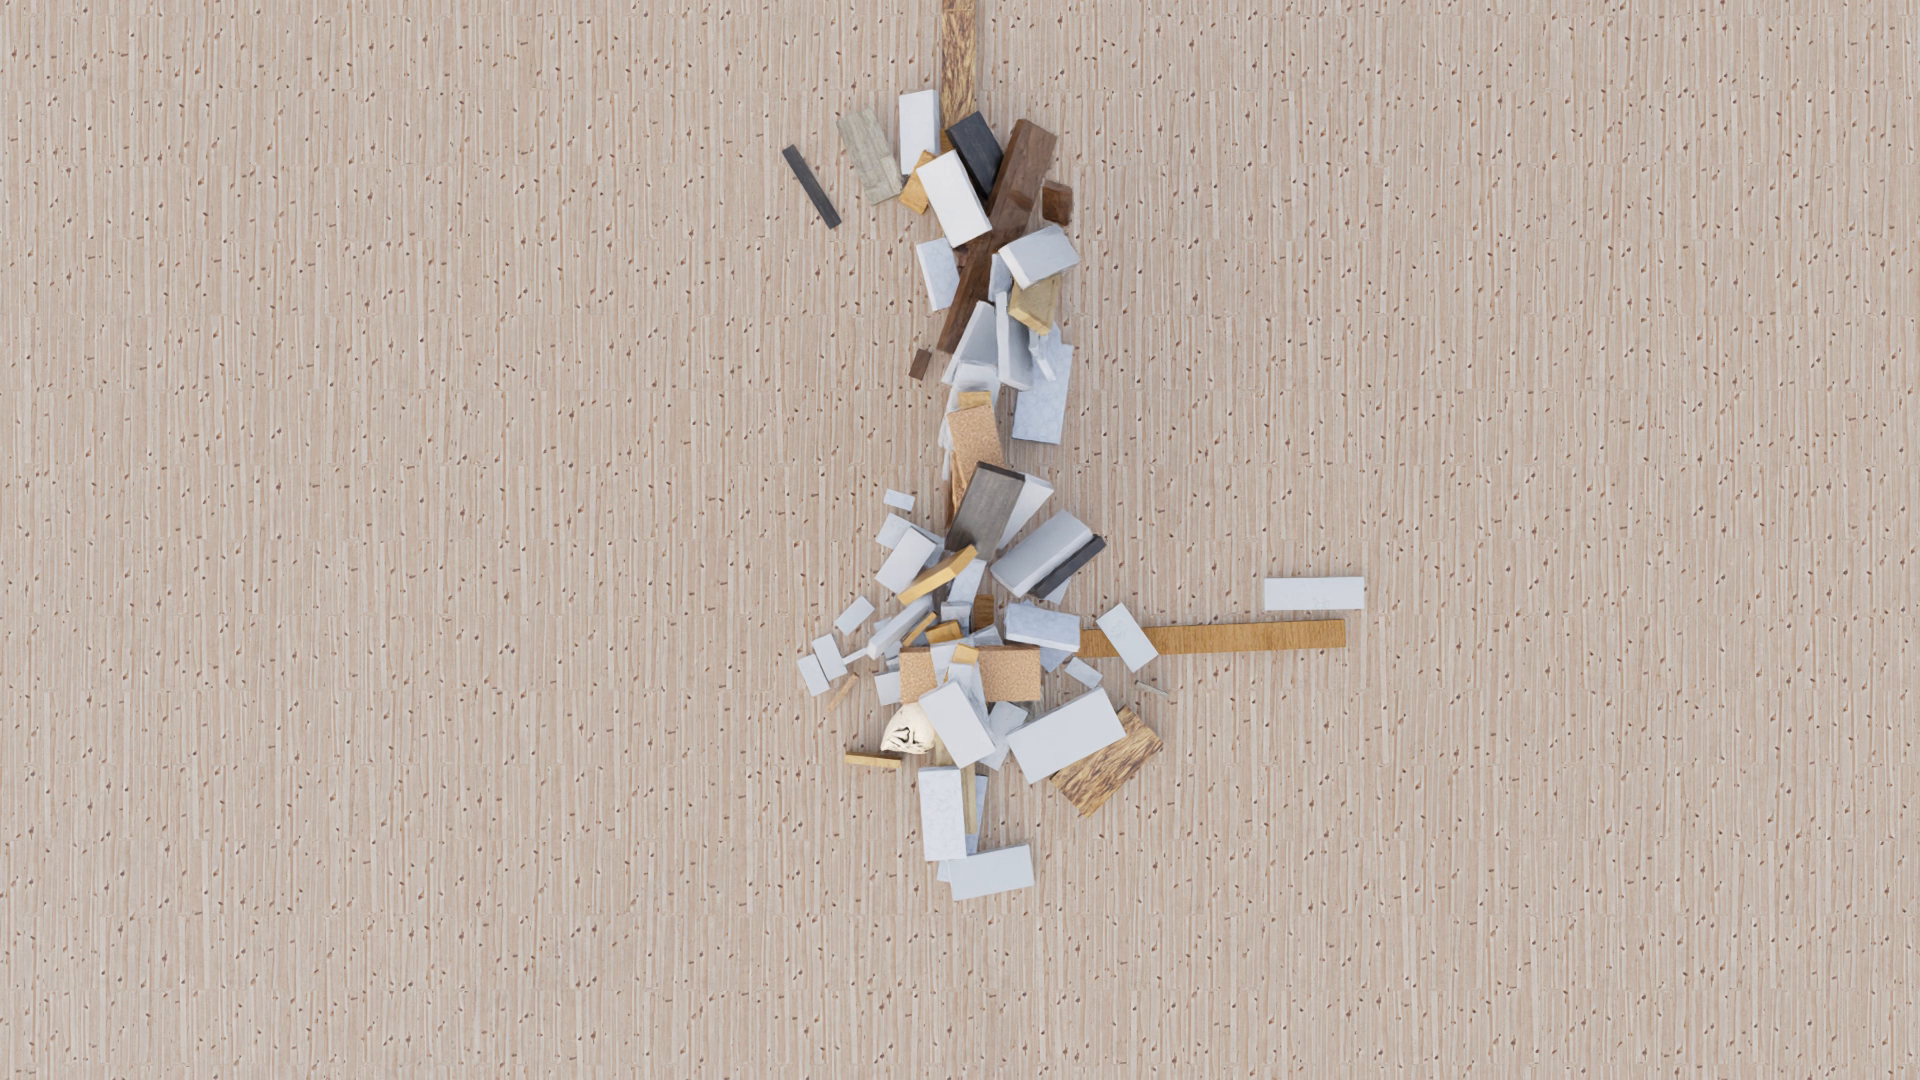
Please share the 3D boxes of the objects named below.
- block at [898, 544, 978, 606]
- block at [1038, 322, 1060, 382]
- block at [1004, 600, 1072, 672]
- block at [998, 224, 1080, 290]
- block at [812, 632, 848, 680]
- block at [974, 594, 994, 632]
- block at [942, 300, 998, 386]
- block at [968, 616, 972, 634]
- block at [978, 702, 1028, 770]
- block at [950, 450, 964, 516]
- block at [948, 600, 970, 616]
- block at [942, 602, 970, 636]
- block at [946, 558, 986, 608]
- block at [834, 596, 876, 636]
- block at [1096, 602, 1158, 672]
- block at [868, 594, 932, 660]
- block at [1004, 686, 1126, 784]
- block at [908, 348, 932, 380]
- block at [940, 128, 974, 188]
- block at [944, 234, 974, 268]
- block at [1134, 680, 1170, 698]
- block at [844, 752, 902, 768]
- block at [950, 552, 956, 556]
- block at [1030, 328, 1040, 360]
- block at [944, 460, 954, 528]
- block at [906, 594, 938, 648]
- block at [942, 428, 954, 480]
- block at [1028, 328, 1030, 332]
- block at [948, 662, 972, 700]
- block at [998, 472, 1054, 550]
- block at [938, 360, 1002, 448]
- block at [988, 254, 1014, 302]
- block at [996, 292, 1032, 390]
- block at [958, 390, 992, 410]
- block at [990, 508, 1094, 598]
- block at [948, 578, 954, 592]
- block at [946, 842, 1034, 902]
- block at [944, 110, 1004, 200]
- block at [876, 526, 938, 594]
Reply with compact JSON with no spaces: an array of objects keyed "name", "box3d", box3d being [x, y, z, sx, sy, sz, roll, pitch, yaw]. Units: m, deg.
[{"name":"block","box3d":[-0.073,0.114,5.350,0.040,0.280,0.140,52,45,-7]},{"name":"block","box3d":[0.291,-0.629,5.373,0.029,0.103,0.206,-9,52,22]},{"name":"block","box3d":[0.262,0.318,5.484,0.115,0.033,0.230,-43,90,0]},{"name":"block","box3d":[0.262,-0.927,5.380,0.042,0.295,0.148,-31,90,44]},{"name":"block","box3d":[-0.433,0.389,5.490,0.071,0.020,0.142,-24,90,0]},{"name":"block","box3d":[0.080,0.247,5.491,0.065,0.018,0.130,0,90,0]},{"name":"block","box3d":[0.064,-0.622,5.434,0.146,0.041,0.292,26,87,-36]},{"name":"block","box3d":[-0.002,0.244,5.471,0.072,0.021,0.145,-3,106,0]},{"name":"block","box3d":[0.128,0.640,5.457,0.109,0.031,0.219,27,94,6]},{"name":"block","box3d":[0.033,-0.182,5.387,0.113,0.032,0.226,-5,97,-15]},{"name":"block","box3d":[0.007,0.172,5.427,0.072,0.021,0.145,10,99,-9]},{"name":"block","box3d":[-0.015,0.279,5.434,0.090,0.026,0.180,-2,128,0]},{"name":"block","box3d":[0.023,0.129,5.398,0.082,0.023,0.165,17,98,-10]},{"name":"block","box3d":[-0.351,0.251,5.491,0.130,0.018,0.065,-44,90,0]},{"name":"block","box3d":[0.552,0.322,5.459,0.105,0.030,0.211,-36,90,0]},{"name":"block","box3d":[-0.197,0.282,5.371,0.245,0.122,0.035,-40,76,-21]},{"name":"block","box3d":[0.346,0.640,5.415,0.355,0.050,0.178,-27,96,0]},{"name":"block","box3d":[-0.133,-0.584,5.493,0.049,0.014,0.097,20,90,0]},{"name":"block","box3d":[-0.014,-1.248,5.453,0.110,0.031,0.221,-2,90,0]},{"name":"block","box3d":[-0.003,-1.002,5.456,0.093,0.026,0.185,16,90,0]},{"name":"block","box3d":[0.637,0.496,5.471,0.116,0.058,0.016,23,90,0]},{"name":"block","box3d":[-0.286,0.727,5.454,0.184,0.092,0.026,6,90,0]},{"name":"block","box3d":[0.007,0.078,5.453,0.082,0.023,0.165,6,116,-2]},{"name":"block","box3d":[0.262,-0.693,5.409,0.029,0.103,0.206,-9,63,23]},{"name":"block","box3d":[0.015,-0.153,5.440,0.113,0.032,0.226,0,106,-15]},{"name":"block","box3d":[-0.122,0.275,5.487,0.090,0.025,0.180,-12,90,0]},{"name":"block","box3d":[0.013,-0.303,5.422,0.113,0.032,0.226,1,117,-16]},{"name":"block","box3d":[0.244,-0.758,5.461,0.022,0.076,0.152,-8,90,27]},{"name":"block","box3d":[-0.004,0.466,5.306,0.073,0.021,0.146,4,107,-2]},{"name":"block","box3d":[0.164,-0.093,5.384,0.282,0.141,0.040,-49,46,24]},{"name":"block","box3d":[0.035,-0.438,5.404,0.146,0.041,0.293,8,113,-18]},{"name":"block","box3d":[0.137,-0.863,5.439,0.076,0.022,0.152,-1,102,-34]},{"name":"block","box3d":[0.177,-0.650,5.390,0.041,0.146,0.293,-8,78,32]},{"name":"block","box3d":[0.053,-0.339,5.344,0.103,0.029,0.282,-5,97,-15]},{"name":"block","box3d":[0.266,0.041,5.400,0.320,0.160,0.045,-38,129,-9]},{"name":"block","box3d":[0.000,0.137,5.457,0.072,0.021,0.145,6,116,-2]},{"name":"block","box3d":[0.102,1.097,5.457,0.273,0.039,0.136,-9,93,-9]},{"name":"block","box3d":[0.071,-1.265,5.431,0.131,0.037,0.261,-36,104,-21]},{"name":"block","box3d":[-0.179,0.069,5.458,0.107,0.030,0.214,35,104,-2]}]
